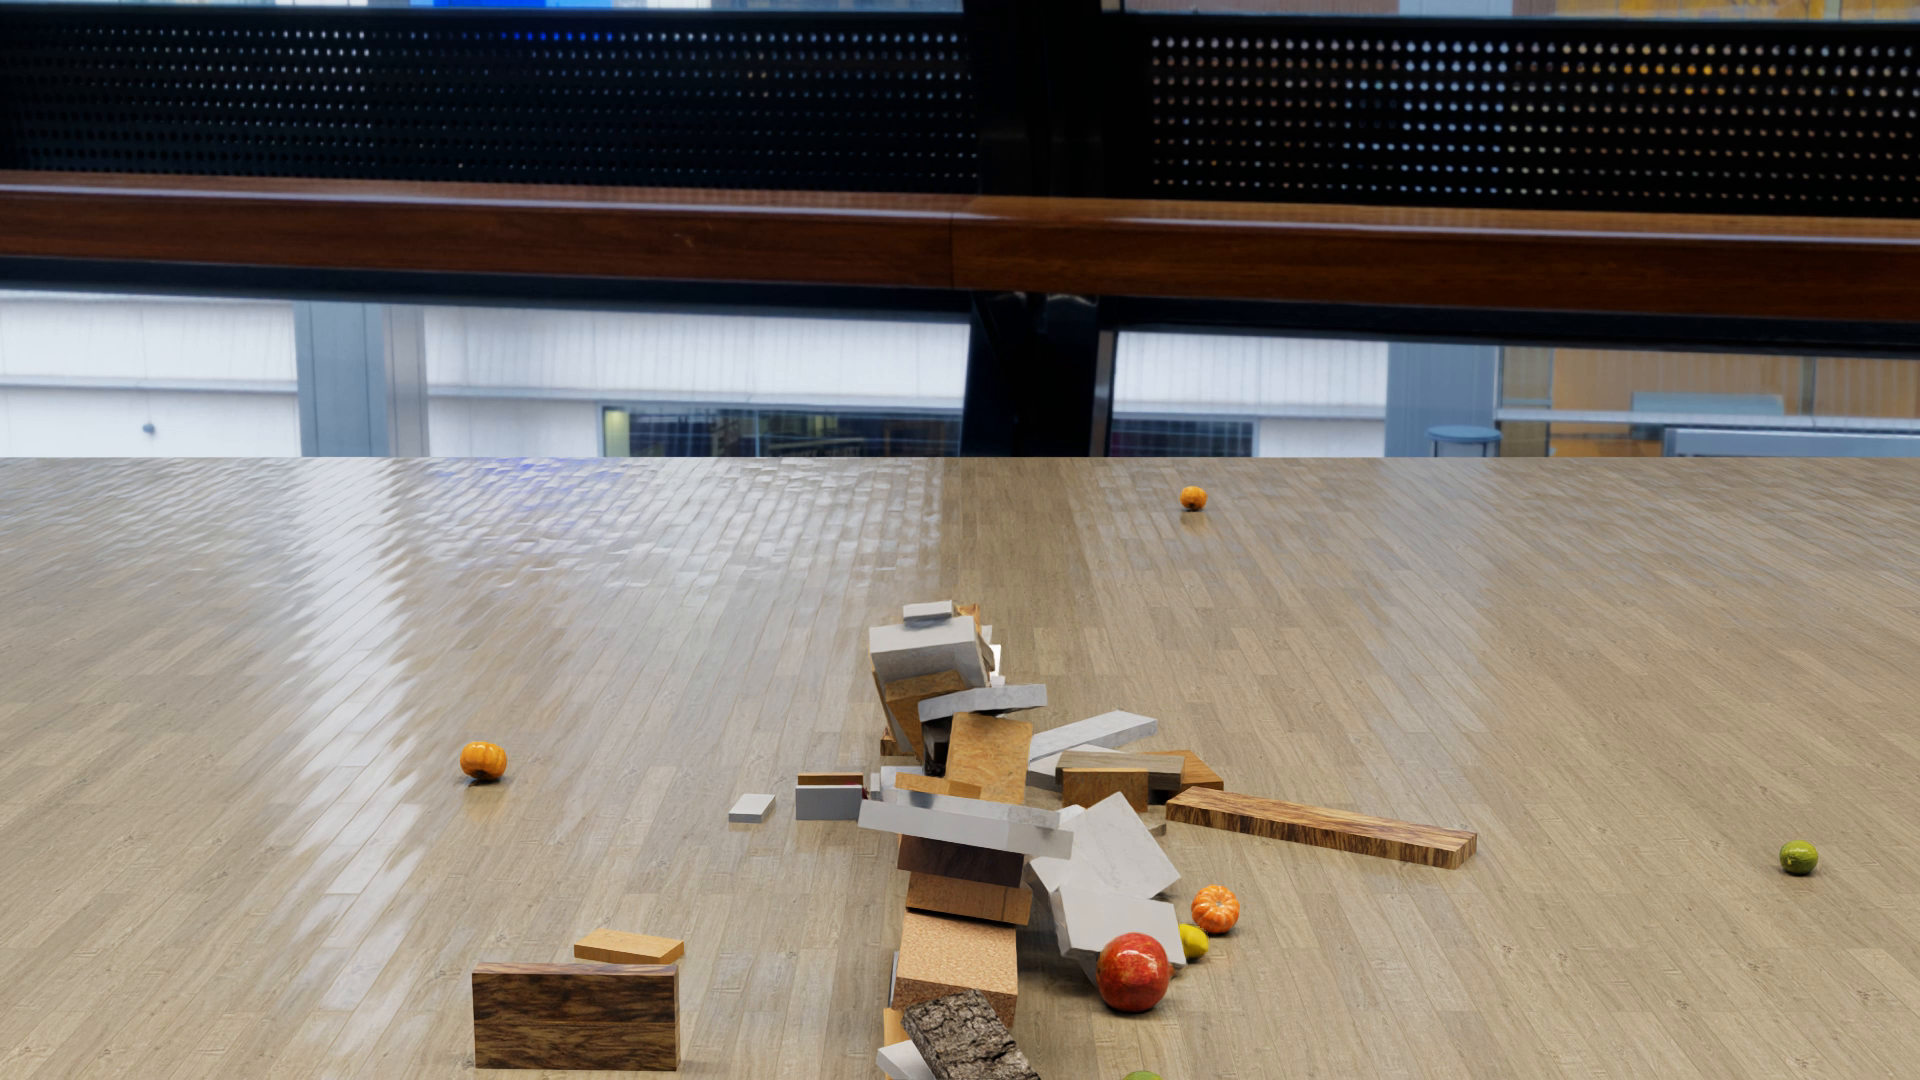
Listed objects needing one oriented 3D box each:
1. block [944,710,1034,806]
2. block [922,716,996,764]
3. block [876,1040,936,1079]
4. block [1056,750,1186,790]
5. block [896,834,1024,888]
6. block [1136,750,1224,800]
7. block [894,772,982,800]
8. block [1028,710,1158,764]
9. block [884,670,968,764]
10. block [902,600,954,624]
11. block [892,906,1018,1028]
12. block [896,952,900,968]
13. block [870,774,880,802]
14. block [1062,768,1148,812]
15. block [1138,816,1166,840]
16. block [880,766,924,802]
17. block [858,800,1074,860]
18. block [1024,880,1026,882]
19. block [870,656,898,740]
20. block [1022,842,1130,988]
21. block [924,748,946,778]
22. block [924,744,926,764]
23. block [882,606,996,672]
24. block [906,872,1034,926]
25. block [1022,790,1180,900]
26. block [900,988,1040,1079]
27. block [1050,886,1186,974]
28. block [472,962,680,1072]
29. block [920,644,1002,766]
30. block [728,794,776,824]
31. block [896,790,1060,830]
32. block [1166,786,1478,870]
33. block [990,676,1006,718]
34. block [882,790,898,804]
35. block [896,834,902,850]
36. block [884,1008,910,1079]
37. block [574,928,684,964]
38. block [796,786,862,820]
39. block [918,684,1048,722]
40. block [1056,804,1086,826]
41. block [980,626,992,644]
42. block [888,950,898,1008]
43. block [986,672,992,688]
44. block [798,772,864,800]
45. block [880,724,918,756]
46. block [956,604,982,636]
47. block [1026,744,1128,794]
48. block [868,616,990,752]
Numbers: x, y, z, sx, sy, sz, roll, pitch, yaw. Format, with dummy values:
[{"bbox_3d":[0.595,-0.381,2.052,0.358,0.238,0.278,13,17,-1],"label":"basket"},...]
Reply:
[{"bbox_3d":[0.036,0.402,3.466,0.123,0.246,0.035,10,-10,-11],"label":"block"},{"bbox_3d":[0.008,0.326,3.623,0.123,0.035,0.247,0,6,-6],"label":"block"},{"bbox_3d":[-0.027,0.652,2.657,0.075,0.021,0.150,-7,23,-36],"label":"block"},{"bbox_3d":[0.308,0.441,4.211,0.237,0.034,0.118,2,11,10],"label":"block"},{"bbox_3d":[0.004,0.457,3.142,0.168,0.048,0.336,9,-7,2],"label":"block"},{"bbox_3d":[0.428,0.458,4.296,0.110,0.031,0.220,-2,11,-11],"label":"block"},{"bbox_3d":[-0.030,0.355,3.162,0.080,0.023,0.160,7,-8,17],"label":"block"},{"bbox_3d":[0.228,0.416,4.523,0.110,0.031,0.434,10,14,42],"label":"block"},{"bbox_3d":[-0.033,0.311,3.794,0.126,0.036,0.253,-11,-35,10],"label":"block"},{"bbox_3d":[-0.047,0.158,3.707,0.080,0.023,0.160,-6,-34,2],"label":"block"},{"bbox_3d":[-0.004,0.553,2.869,0.152,0.043,0.303,9,7,0],"label":"block"},{"bbox_3d":[-0.004,0.576,3.160,0.152,0.043,0.303,9,1,2],"label":"block"},{"bbox_3d":[-0.158,0.480,4.106,0.016,0.058,0.115,0,11,-2],"label":"block"},{"bbox_3d":[0.271,0.468,4.111,0.158,0.079,0.022,0,11,0],"label":"block"},{"bbox_3d":[0.293,0.528,3.941,0.078,0.022,0.156,9,14,40],"label":"block"},{"bbox_3d":[-0.027,0.466,4.154,0.244,0.022,0.078,0,50,0],"label":"block"},{"bbox_3d":[0.006,0.398,3.023,0.274,0.039,0.137,2,-10,42],"label":"block"},{"bbox_3d":[0.169,0.541,3.557,0.035,0.123,0.246,-39,-6,15],"label":"block"},{"bbox_3d":[-0.053,0.268,3.939,0.175,0.049,0.349,-6,-25,2],"label":"block"},{"bbox_3d":[0.188,0.563,3.320,0.104,0.208,0.029,-18,-23,-44],"label":"block"},{"bbox_3d":[0.004,0.465,3.662,0.123,0.247,0.035,0,3,1],"label":"block"},{"bbox_3d":[0.003,0.449,3.762,0.123,0.247,0.035,0,32,1],"label":"block"},{"bbox_3d":[-0.037,0.196,4.107,0.138,0.039,0.275,-11,-24,13],"label":"block"},{"bbox_3d":[0.014,0.519,3.238,0.168,0.048,0.512,9,-7,2],"label":"block"},{"bbox_3d":[0.224,0.524,3.525,0.049,0.175,0.349,-40,-11,25],"label":"block"},{"bbox_3d":[0.079,0.688,2.528,0.104,0.029,0.420,-7,41,-33],"label":"block"},{"bbox_3d":[0.237,0.584,3.294,0.208,0.029,0.104,14,46,-28],"label":"block"},{"bbox_3d":[-0.520,0.647,2.986,0.274,0.137,0.039,0,11,2],"label":"block"},{"bbox_3d":[0.004,0.335,4.438,0.142,0.040,0.283,0,49,7],"label":"block"},{"bbox_3d":[-0.387,0.501,4.103,0.061,0.017,0.122,1,11,8],"label":"block"},{"bbox_3d":[0.022,0.373,3.060,0.080,0.023,0.322,13,-8,-28],"label":"block"},{"bbox_3d":[0.646,0.517,3.972,0.550,0.034,0.118,6,12,30],"label":"block"},{"bbox_3d":[0.009,0.379,4.316,0.142,0.040,0.283,1,41,5],"label":"block"},{"bbox_3d":[-0.086,0.490,4.100,0.115,0.016,0.058,0,35,0],"label":"block"},{"bbox_3d":[-0.042,0.518,3.882,0.137,0.019,0.068,-9,32,-2],"label":"block"},{"bbox_3d":[-0.025,0.689,2.701,0.131,0.037,0.263,-2,39,-2],"label":"block"},{"bbox_3d":[-0.510,0.631,3.391,0.150,0.021,0.075,4,11,21],"label":"block"},{"bbox_3d":[-0.242,0.485,4.064,0.122,0.061,0.017,0,11,-1],"label":"block"},{"bbox_3d":[0.034,0.266,3.578,0.123,0.035,0.246,-2,-8,-23],"label":"block"},{"bbox_3d":[0.163,0.516,3.945,0.156,0.022,0.078,-15,16,-25],"label":"block"},{"bbox_3d":[0.041,0.313,4.783,0.039,0.138,0.553,1,11,3],"label":"block"},{"bbox_3d":[-0.020,0.621,2.977,0.152,0.043,0.303,9,1,-1],"label":"block"},{"bbox_3d":[-0.024,0.229,4.447,0.142,0.040,0.284,-8,27,-2],"label":"block"},{"bbox_3d":[-0.244,0.471,4.145,0.122,0.061,0.017,0,11,-1],"label":"block"},{"bbox_3d":[-0.093,0.402,4.589,0.118,0.034,0.237,1,11,4],"label":"block"},{"bbox_3d":[-0.015,0.255,4.307,0.126,0.036,0.455,-6,27,1],"label":"block"},{"bbox_3d":[0.225,0.450,4.338,0.110,0.031,0.220,9,14,39],"label":"block"},{"bbox_3d":[-0.041,0.251,3.781,0.175,0.049,0.349,-7,-34,4],"label":"block"}]
